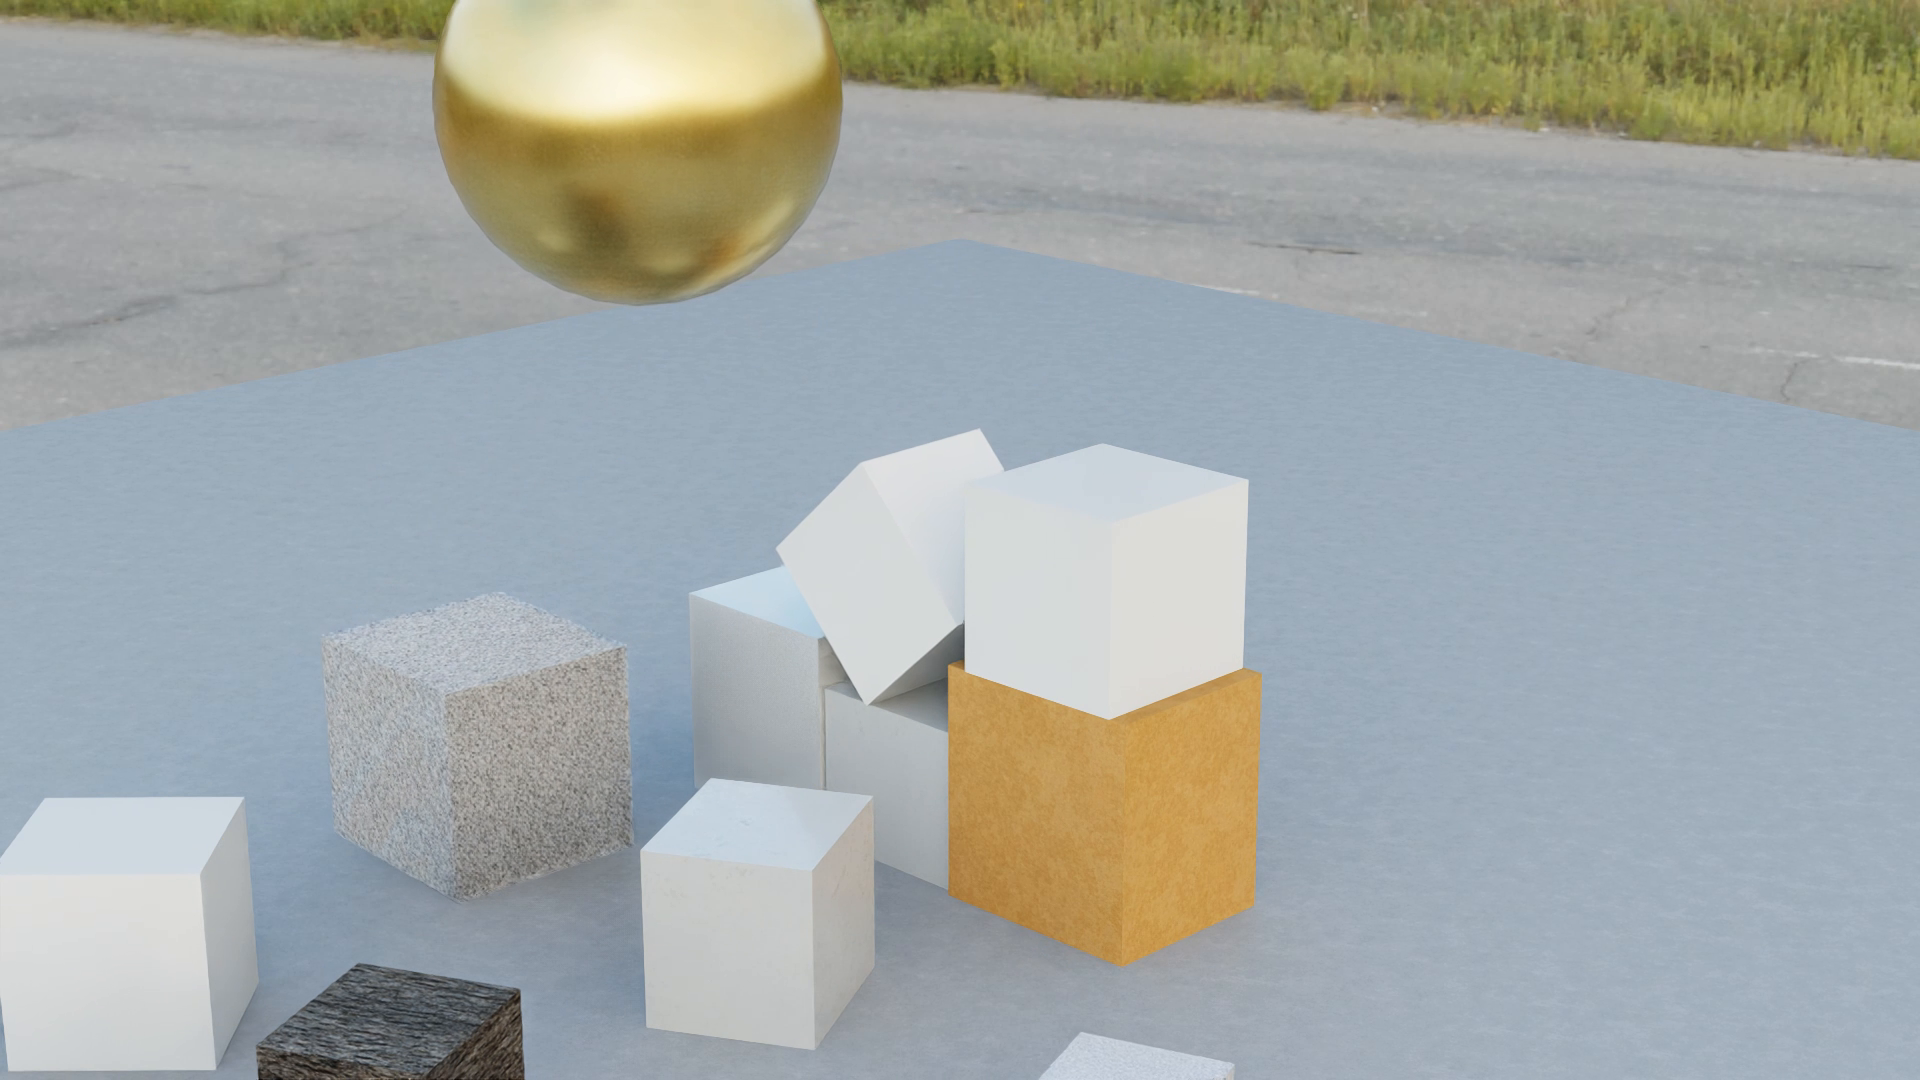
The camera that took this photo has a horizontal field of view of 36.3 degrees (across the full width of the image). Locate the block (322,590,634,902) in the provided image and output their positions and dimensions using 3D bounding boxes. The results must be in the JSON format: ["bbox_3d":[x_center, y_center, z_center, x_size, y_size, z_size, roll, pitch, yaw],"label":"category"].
[{"bbox_3d":[-2.250,0.937,13.703,0.977,0.995,1.060,-15,23,-40],"label":"block"}]

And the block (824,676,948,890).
[{"bbox_3d":[-0.046,1.056,13.713,0.842,0.763,0.801,17,24,42],"label":"block"}]

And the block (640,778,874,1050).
[{"bbox_3d":[-0.823,1.535,12.152,0.726,0.785,0.803,5,18,15],"label":"block"}]

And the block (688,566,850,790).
[{"bbox_3d":[-0.676,0.747,14.284,0.860,1.010,0.930,-17,24,-42],"label":"block"}]

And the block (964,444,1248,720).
[{"bbox_3d":[0.631,0.159,12.714,0.840,0.860,0.886,16,24,42],"label":"block"}]

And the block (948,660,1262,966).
[{"bbox_3d":[0.634,1.093,13.022,1.048,1.106,0.889,17,24,42],"label":"block"}]

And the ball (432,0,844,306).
[{"bbox_3d":[-1.257,-1.719,11.483,1.600,1.600,1.600,0,17,0],"label":"ball"}]

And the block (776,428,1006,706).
[{"bbox_3d":[-0.168,0.122,13.487,0.779,0.859,0.771,-18,-18,-44],"label":"block"}]

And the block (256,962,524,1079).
[{"bbox_3d":[-2.063,2.045,10.725,0.679,0.667,0.713,6,18,18],"label":"block"}]

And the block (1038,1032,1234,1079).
[{"bbox_3d":[0.570,2.203,10.244,0.585,0.654,0.630,8,19,23],"label":"block"}]

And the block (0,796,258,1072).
[{"bbox_3d":[-3.370,1.586,11.888,0.822,0.845,0.783,0,17,-1],"label":"block"}]
